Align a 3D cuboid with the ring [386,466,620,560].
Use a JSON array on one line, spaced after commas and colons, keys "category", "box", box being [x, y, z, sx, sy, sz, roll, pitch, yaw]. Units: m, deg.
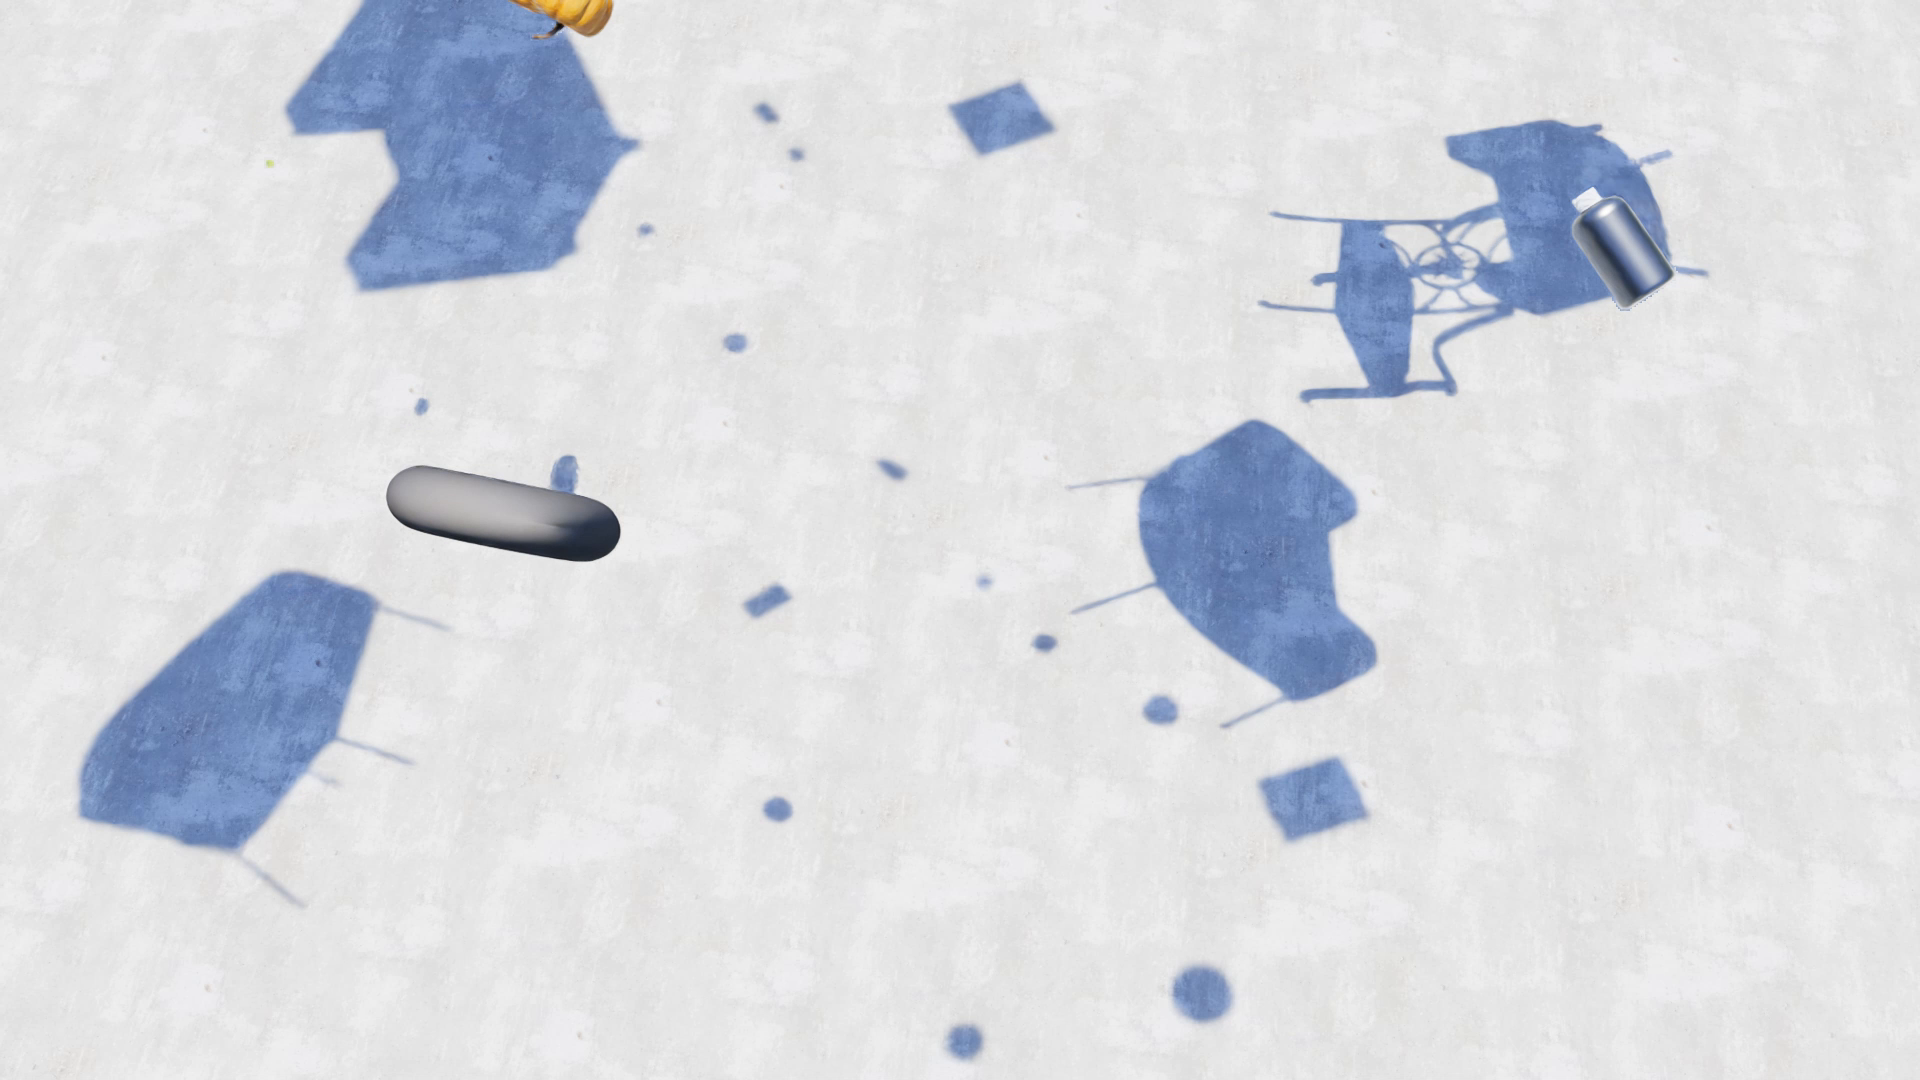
[{"category": "ring", "box": [-0.678, -0.039, 3.268, 0.343, 0.381, 0.097, 11, 89, -30]}]
